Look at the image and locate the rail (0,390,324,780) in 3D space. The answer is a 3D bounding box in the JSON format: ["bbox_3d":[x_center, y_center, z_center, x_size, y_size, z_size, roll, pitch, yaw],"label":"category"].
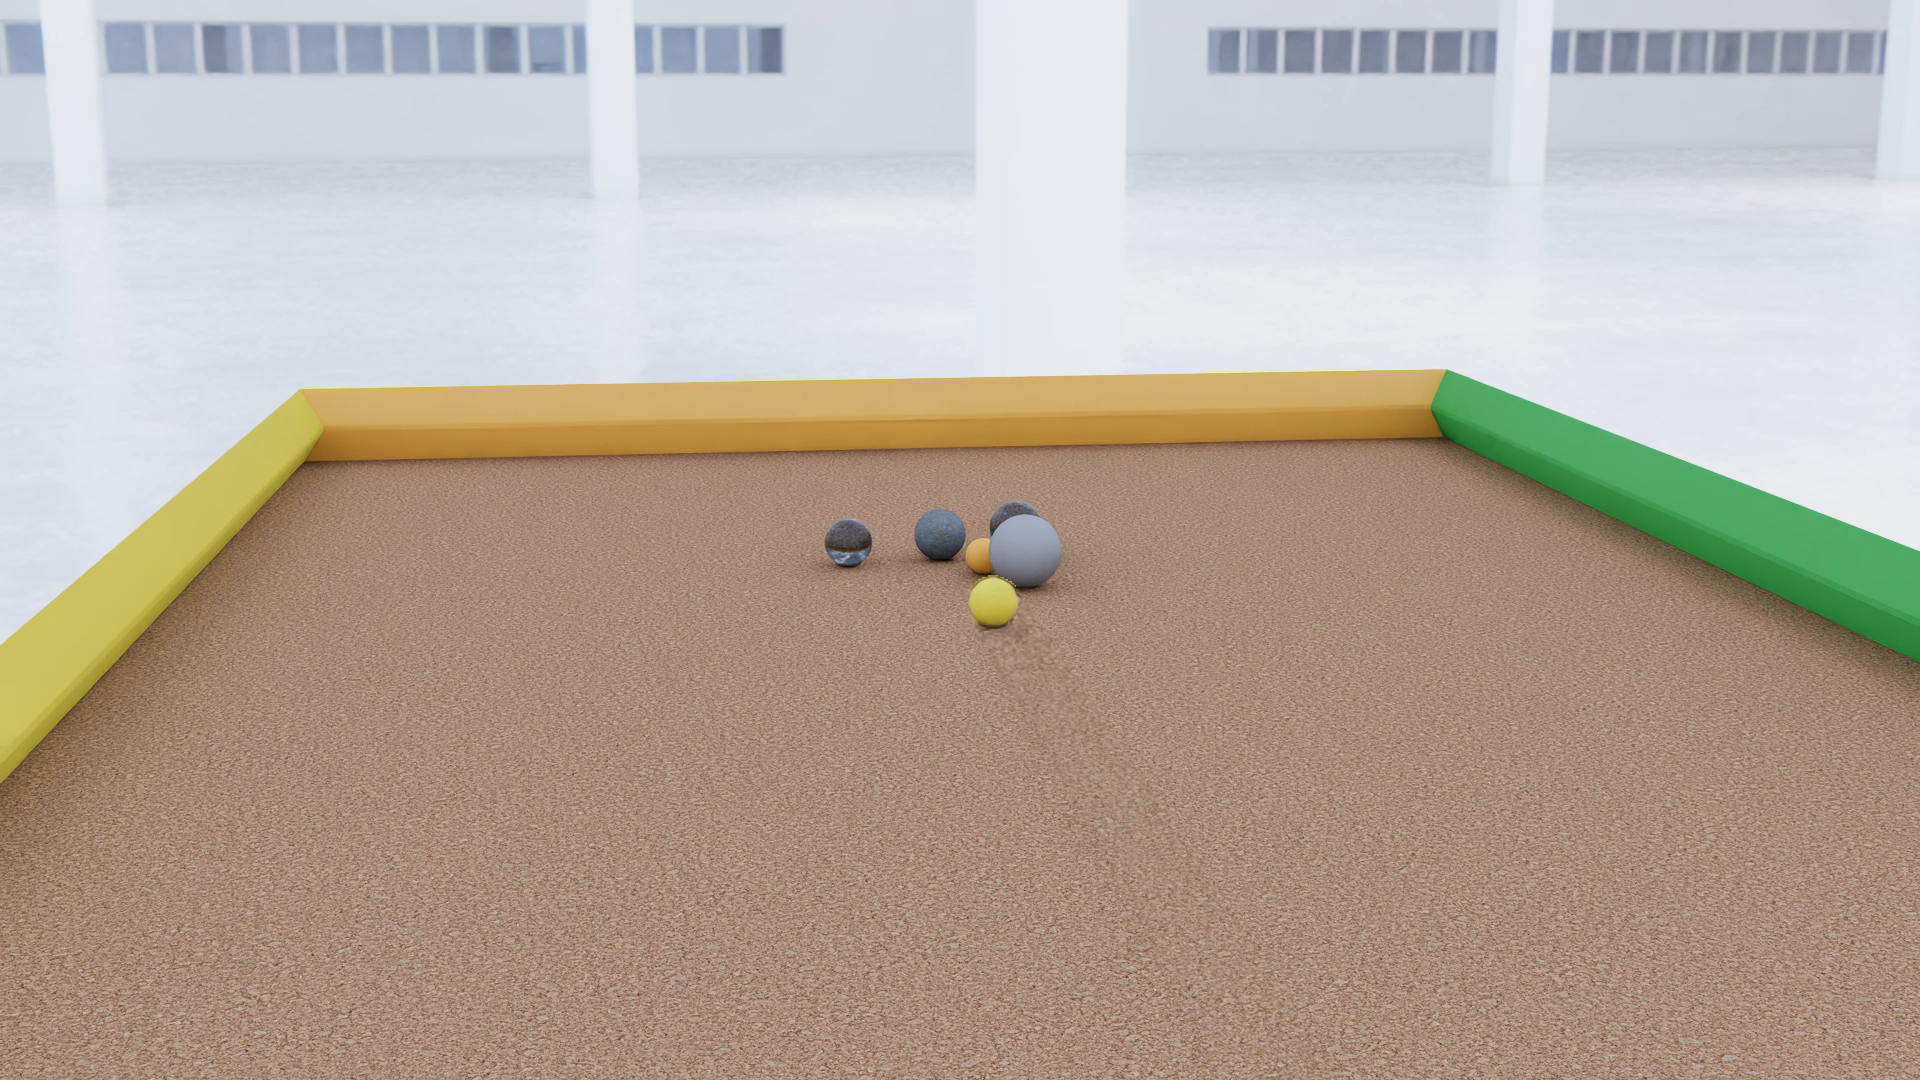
[{"bbox_3d":[-0.904,0.203,2.018,0.045,0.129,3.958,-2,12,-7],"label":"rail"}]

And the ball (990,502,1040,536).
[{"bbox_3d":[0.081,-0.018,3.182,0.077,0.077,0.077,0,12,0],"label":"ball"}]

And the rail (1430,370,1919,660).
[{"bbox_3d":[1.156,0.148,2.276,0.045,0.129,3.958,-2,12,-7],"label":"rail"}]

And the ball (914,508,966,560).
[{"bbox_3d":[-0.029,-0.008,3.144,0.074,0.074,0.074,0,12,0],"label":"ball"}]

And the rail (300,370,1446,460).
[{"bbox_3d":[-0.123,-0.229,4.044,2.124,0.129,0.045,-2,12,-7],"label":"rail"}]

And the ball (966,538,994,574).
[{"bbox_3d":[0.032,0.022,3.059,0.050,0.050,0.050,0,12,0],"label":"ball"}]

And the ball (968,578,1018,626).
[{"bbox_3d":[0.042,0.078,2.768,0.062,0.062,0.062,0,12,0],"label":"ball"}]

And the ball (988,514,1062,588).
[{"bbox_3d":[0.088,0.015,2.976,0.099,0.099,0.099,0,12,0],"label":"ball"}]

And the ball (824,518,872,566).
[{"bbox_3d":[-0.157,0.003,3.107,0.068,0.068,0.068,0,12,0],"label":"ball"}]
